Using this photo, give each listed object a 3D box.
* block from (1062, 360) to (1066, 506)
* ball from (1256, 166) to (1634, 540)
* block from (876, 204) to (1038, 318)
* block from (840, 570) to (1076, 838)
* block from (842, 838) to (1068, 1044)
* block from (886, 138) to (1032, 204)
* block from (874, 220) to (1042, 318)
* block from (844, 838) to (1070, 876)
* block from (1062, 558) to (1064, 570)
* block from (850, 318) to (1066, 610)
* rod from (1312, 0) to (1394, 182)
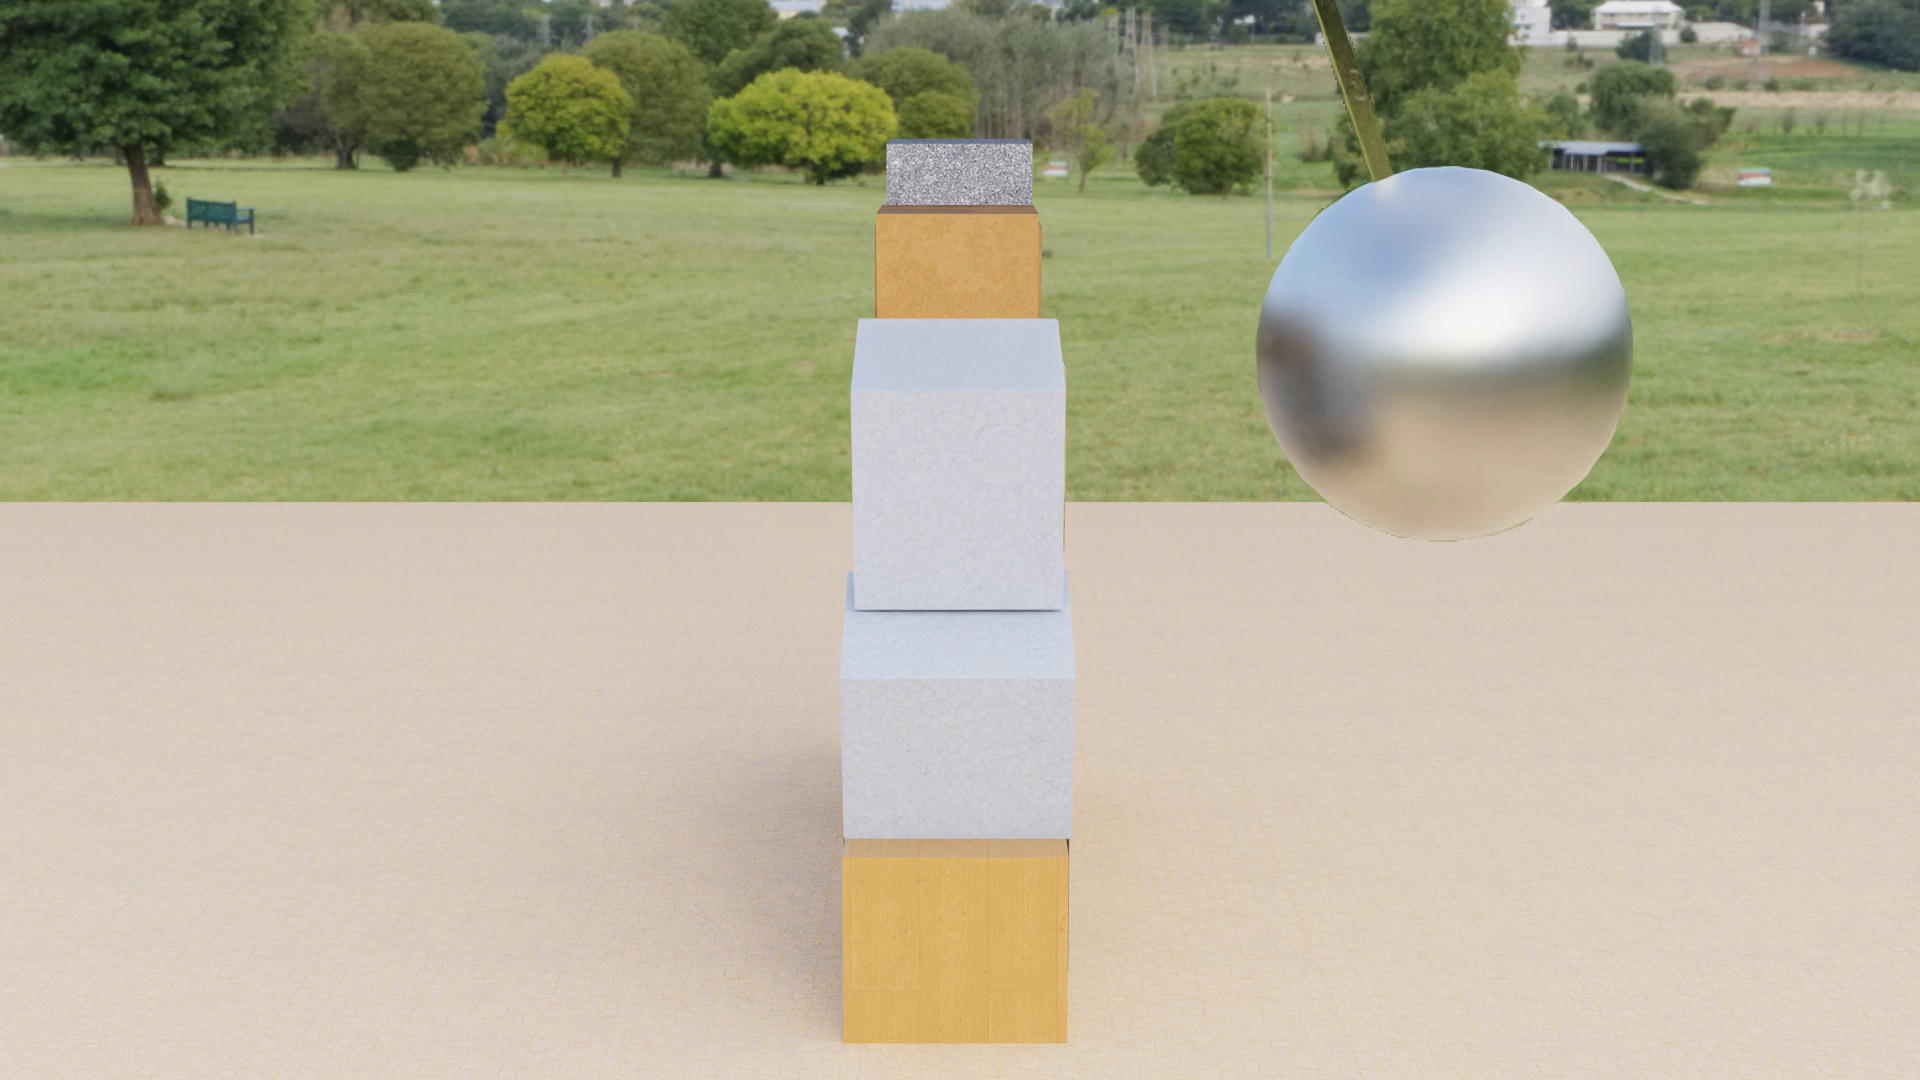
[{"bbox_3d":[0.017,-0.412,10.816,0.819,0.720,0.859,0,10,0],"label":"block"},{"bbox_3d":[2.074,-0.800,11.035,1.600,1.600,1.600,0,10,0],"label":"ball"},{"bbox_3d":[-0.010,-1.062,10.655,0.648,0.618,0.729,0,10,0],"label":"block"},{"bbox_3d":[-0.008,0.612,9.698,0.846,0.696,0.797,0,28,0],"label":"block"},{"bbox_3d":[-0.016,1.432,9.708,0.820,0.709,0.735,0,10,0],"label":"block"},{"bbox_3d":[-0.003,-1.407,11.278,0.621,0.682,0.619,0,11,0],"label":"block"},{"bbox_3d":[-0.009,-1.108,12.083,0.757,0.786,0.823,0,11,0],"label":"block"},{"bbox_3d":[-0.014,1.210,10.464,0.885,0.875,0.812,0,10,0],"label":"block"},{"bbox_3d":[0.003,-0.143,11.825,0.921,0.961,0.972,0,14,0],"label":"block"},{"bbox_3d":[-0.006,-0.300,9.755,0.772,0.864,0.817,0,24,0],"label":"block"},{"bbox_3d":[0.899,-3.939,10.464,0.080,5.200,0.080,-20,10,4],"label":"rod"}]
